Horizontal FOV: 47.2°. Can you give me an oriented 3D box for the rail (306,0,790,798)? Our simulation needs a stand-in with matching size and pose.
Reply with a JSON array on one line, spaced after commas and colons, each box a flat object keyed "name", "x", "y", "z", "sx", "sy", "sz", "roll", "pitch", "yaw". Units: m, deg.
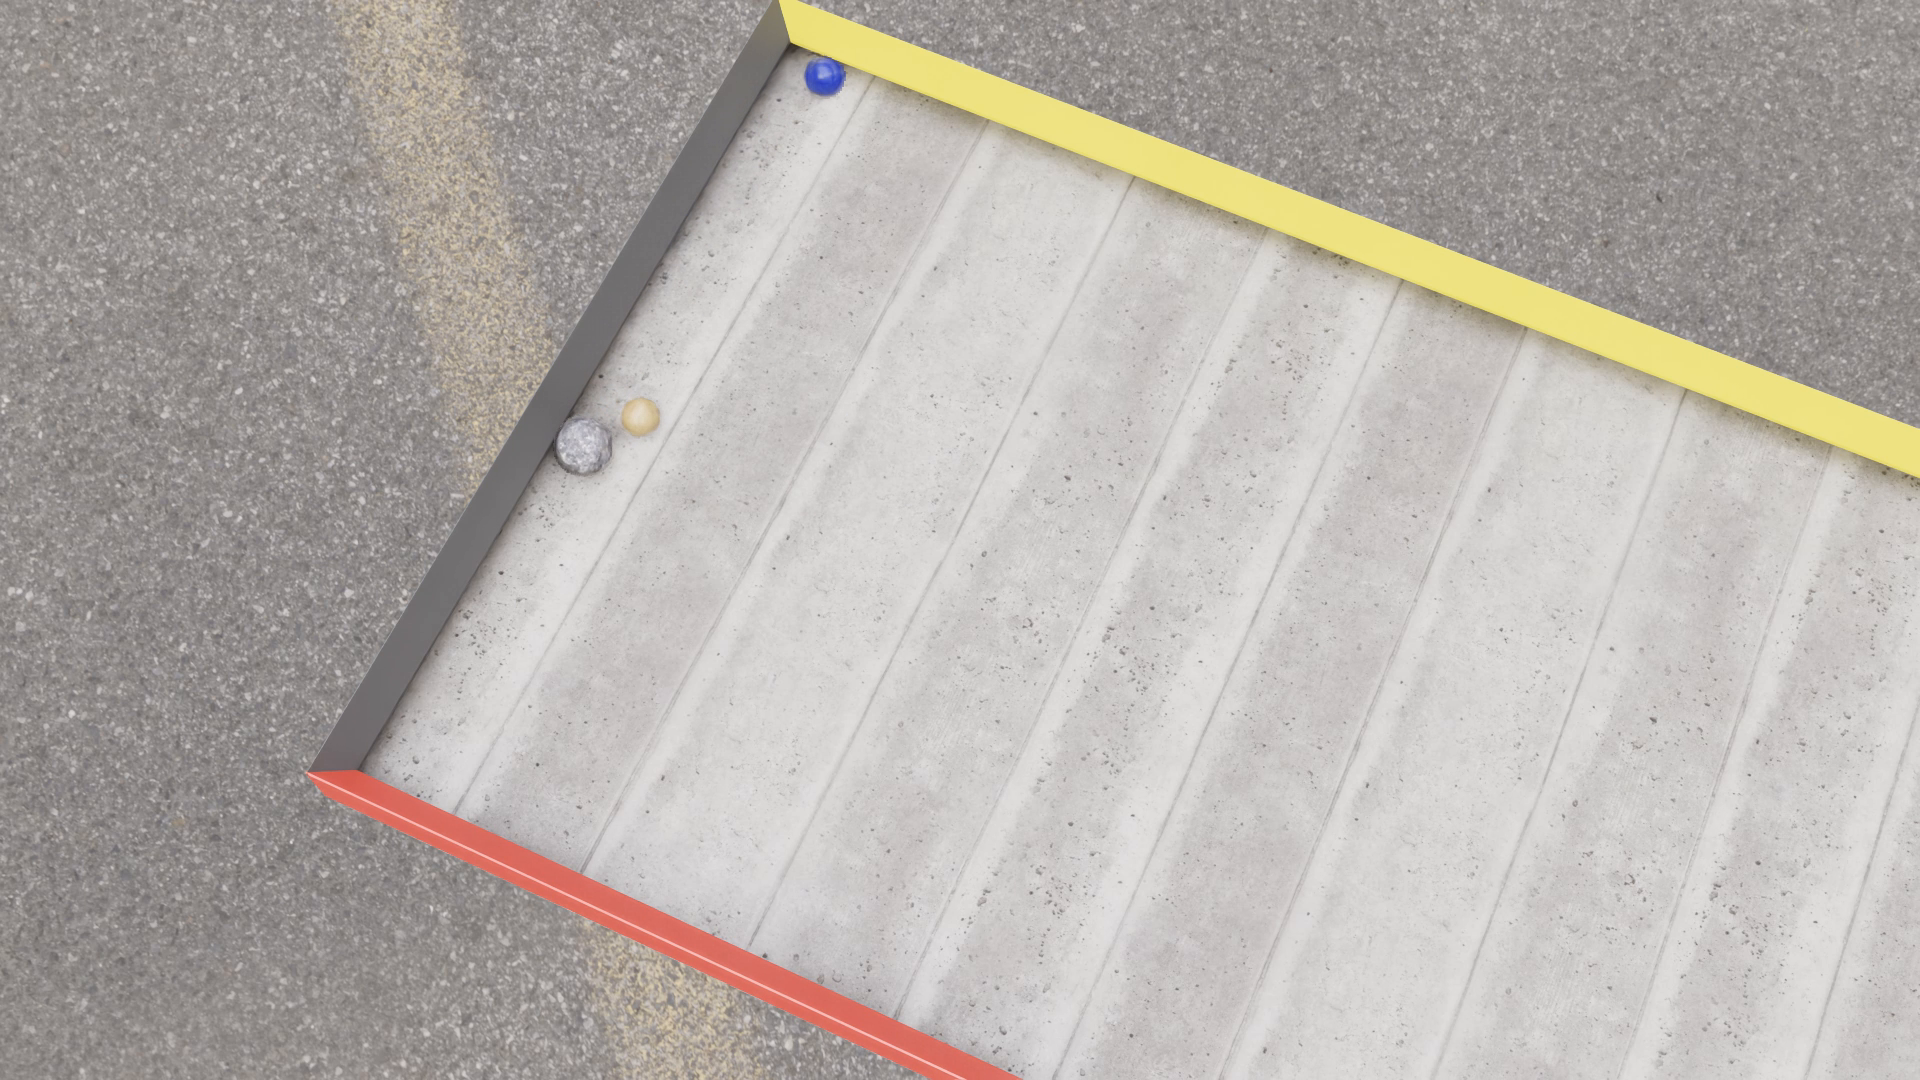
[{"name": "rail", "x": -0.628, "y": -0.273, "z": 3.617, "sx": 0.045, "sy": 0.119, "sz": 1.570, "roll": 23, "pitch": 68, "yaw": 10}]

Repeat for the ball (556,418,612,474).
[{"name": "ball", "x": -0.612, "y": -0.153, "z": 3.580, "sx": 0.092, "sy": 0.092, "sz": 0.092, "roll": 0, "pitch": 67, "yaw": 0}]

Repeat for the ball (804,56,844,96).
[{"name": "ball", "x": -0.241, "y": -0.818, "z": 3.882, "sx": 0.069, "sy": 0.069, "sz": 0.069, "roll": 0, "pitch": 67, "yaw": 0}]

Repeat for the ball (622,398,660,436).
[{"name": "ball", "x": -0.525, "y": -0.202, "z": 3.617, "sx": 0.064, "sy": 0.064, "sz": 0.064, "roll": 0, "pitch": 67, "yaw": 0}]

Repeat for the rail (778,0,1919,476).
[{"name": "rail", "x": 0.968, "y": -0.368, "z": 3.658, "sx": 2.860, "sy": 0.119, "sz": 0.045, "roll": 23, "pitch": 68, "yaw": 10}]

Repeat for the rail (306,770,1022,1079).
[{"name": "rail", "x": 0.332, "y": 0.900, "z": 3.107, "sx": 2.860, "sy": 0.119, "sz": 0.045, "roll": 23, "pitch": 68, "yaw": 10}]
